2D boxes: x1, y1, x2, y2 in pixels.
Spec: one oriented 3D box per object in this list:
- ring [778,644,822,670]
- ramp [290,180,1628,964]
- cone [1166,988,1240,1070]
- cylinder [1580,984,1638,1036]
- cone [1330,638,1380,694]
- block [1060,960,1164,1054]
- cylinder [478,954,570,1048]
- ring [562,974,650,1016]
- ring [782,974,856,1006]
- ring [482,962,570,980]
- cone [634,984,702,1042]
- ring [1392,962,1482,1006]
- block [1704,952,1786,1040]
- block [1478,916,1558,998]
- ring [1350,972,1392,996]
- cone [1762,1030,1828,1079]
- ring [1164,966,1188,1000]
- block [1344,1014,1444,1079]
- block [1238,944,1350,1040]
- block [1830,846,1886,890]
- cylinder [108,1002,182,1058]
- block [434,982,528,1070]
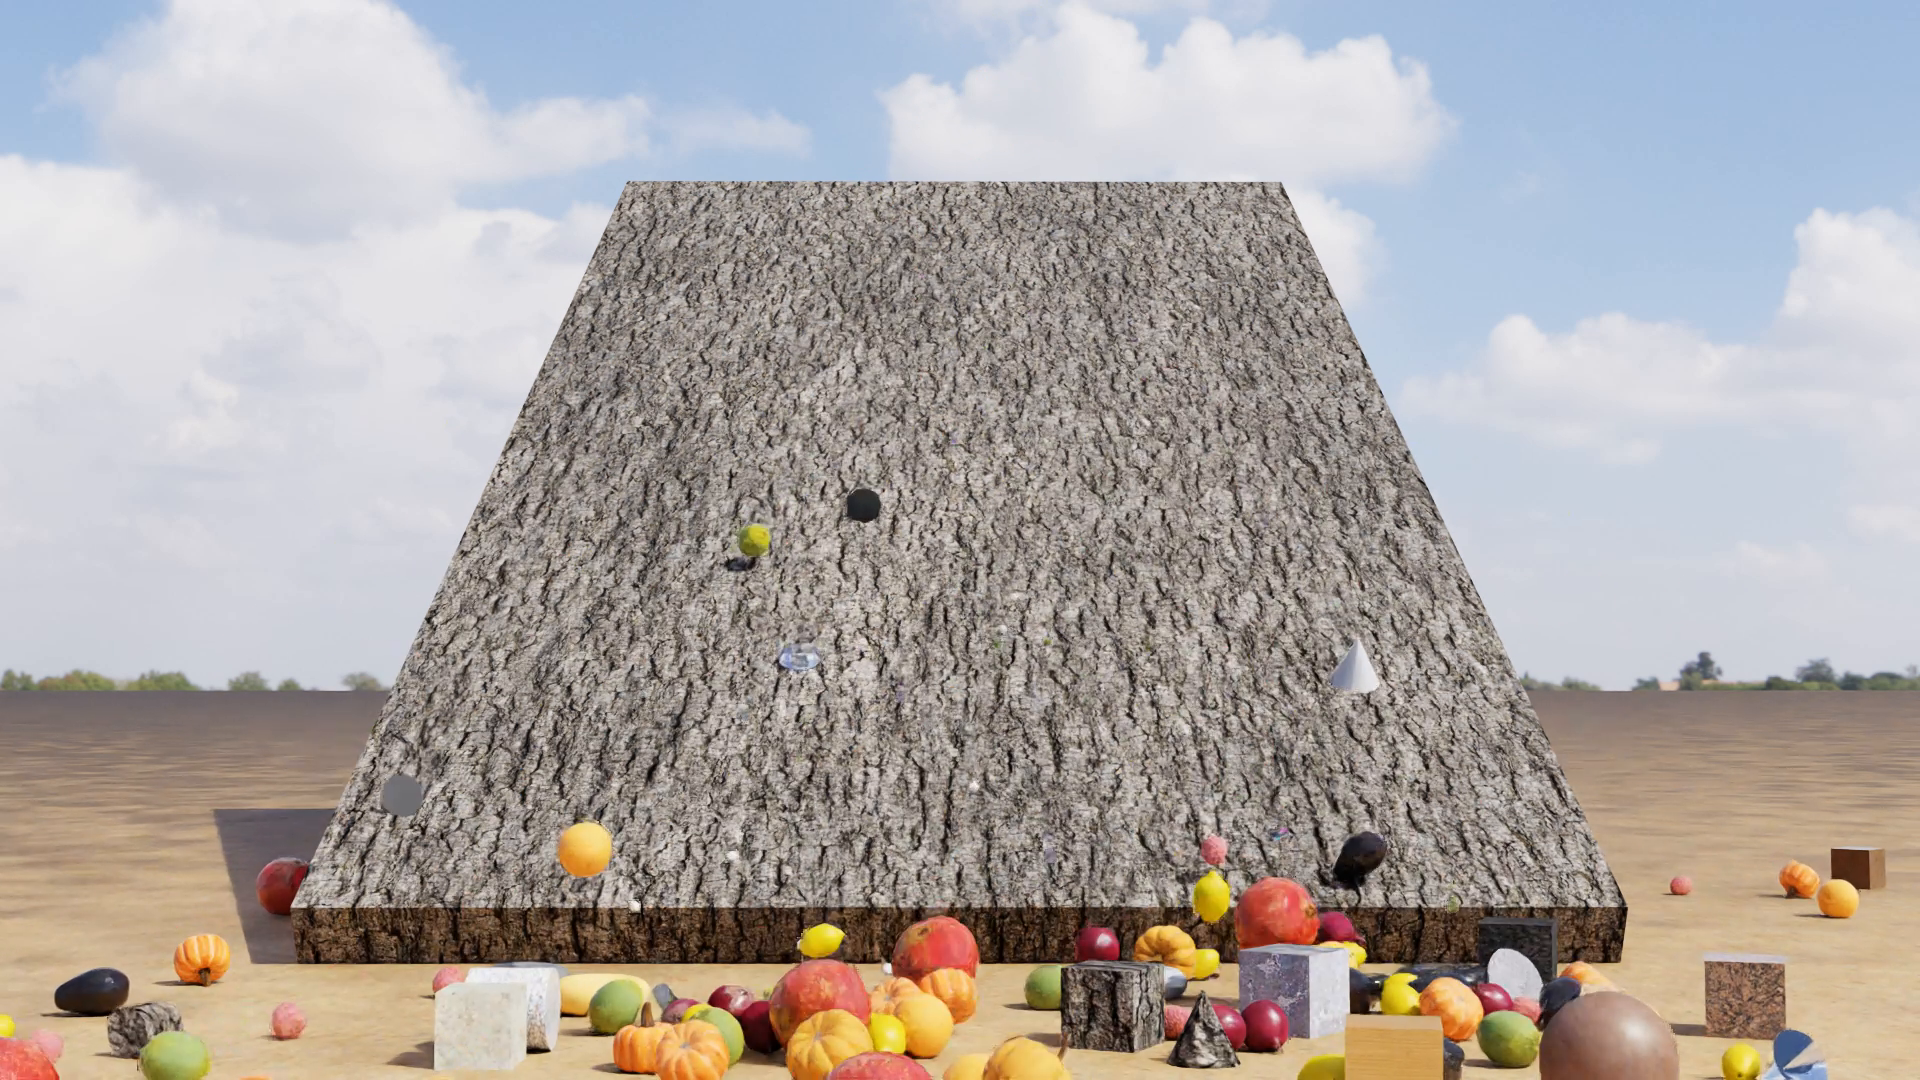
[{"bbox_3d":[-0.288,0.210,4.201,0.078,0.026,0.078,1,23,0],"label":"ring"},{"bbox_3d":[-0.008,-0.229,5.326,2.000,0.100,4.000,0,24,0],"label":"ramp"},{"bbox_3d":[0.271,0.541,2.599,0.083,0.083,0.083,0,-4,0],"label":"cone"},{"bbox_3d":[0.783,0.567,2.815,0.059,0.059,0.059,-2,-4,25],"label":"cylinder"},{"bbox_3d":[0.701,0.211,4.125,0.090,0.090,0.090,0,24,0],"label":"cone"},{"bbox_3d":[0.179,0.545,2.729,0.092,0.092,0.092,-2,-4,28],"label":"block"},{"bbox_3d":[-0.517,0.542,2.693,0.094,0.094,0.094,-29,-12,16],"label":"cylinder"},{"bbox_3d":[-0.463,0.587,3.006,0.130,0.043,0.130,1,-4,0],"label":"ring"},{"bbox_3d":[-0.188,0.598,3.097,0.098,0.033,0.098,1,-3,0],"label":"ring"},{"bbox_3d":[-0.587,0.597,3.157,0.122,0.041,0.122,1,-3,0],"label":"ring"},{"bbox_3d":[-0.336,0.577,2.774,0.074,0.074,0.074,31,-18,-24],"label":"cone"},{"bbox_3d":[0.645,0.591,3.105,0.139,0.046,0.139,0,-5,0],"label":"ring"},{"bbox_3d":[0.949,0.551,2.817,0.091,0.091,0.091,-1,-4,19],"label":"block"},{"bbox_3d":[0.765,0.571,3.195,0.097,0.097,0.097,-1,-4,18],"label":"block"},{"bbox_3d":[0.551,0.606,3.179,0.079,0.026,0.079,-1,-4,0],"label":"ring"},{"bbox_3d":[0.864,0.559,2.455,0.067,0.067,0.067,2,-30,-23],"label":"cone"},{"bbox_3d":[0.250,0.598,3.153,0.115,0.038,0.115,0,-5,0],"label":"ring"},{"bbox_3d":[0.423,0.517,2.274,0.092,0.092,0.092,-1,-4,10],"label":"block"},{"bbox_3d":[0.408,0.549,2.842,0.098,0.098,0.098,-3,-4,38],"label":"block"},{"bbox_3d":[1.868,0.682,4.847,0.080,0.080,0.080,-3,-5,43],"label":"block"},{"bbox_3d":[-0.928,0.558,2.654,0.057,0.057,0.057,-2,-4,23],"label":"cylinder"},{"bbox_3d":[-0.533,0.541,2.594,0.084,0.084,0.084,0,-4,1],"label":"block"}]
